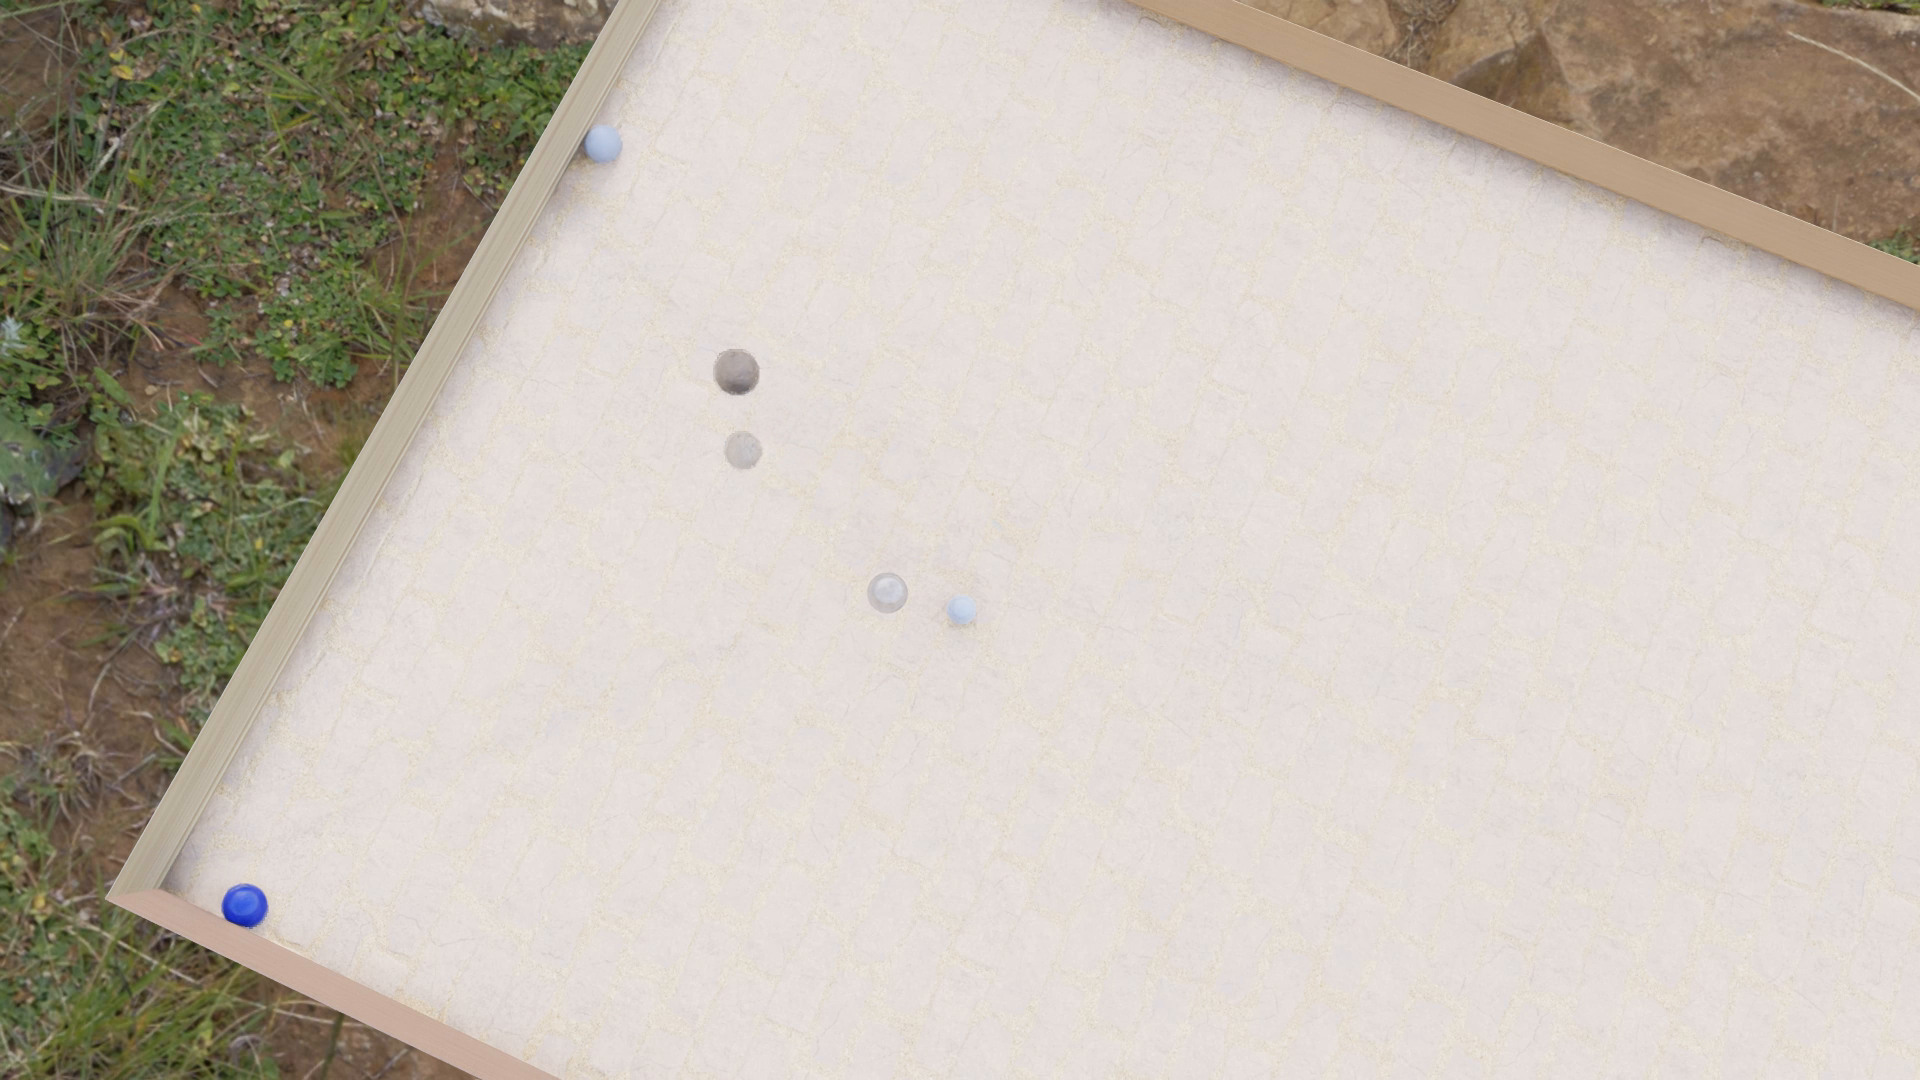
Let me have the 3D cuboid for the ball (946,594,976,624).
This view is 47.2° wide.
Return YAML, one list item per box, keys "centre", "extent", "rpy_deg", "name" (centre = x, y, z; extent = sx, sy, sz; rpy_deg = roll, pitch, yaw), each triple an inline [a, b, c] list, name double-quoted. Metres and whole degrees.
- centre: [0.002, 0.107, 3.381]
  extent: [0.046, 0.046, 0.046]
  rpy_deg: [0, 72, 0]
  name: "ball"

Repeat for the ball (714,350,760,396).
- centre: [-0.353, -0.265, 3.490]
  extent: [0.072, 0.072, 0.072]
  rpy_deg: [0, 72, 0]
  name: "ball"

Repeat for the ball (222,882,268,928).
- centre: [-1.051, 0.536, 3.230]
  extent: [0.065, 0.065, 0.065]
  rpy_deg: [0, 72, 0]
  name: "ball"

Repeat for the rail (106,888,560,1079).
- centre: [0.401, 1.209, 2.993]
  extent: [3.567, 0.094, 0.045]
  rpy_deg: [23, 73, 7]
  name: "rail"

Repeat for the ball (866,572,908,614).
- centre: [-0.111, 0.081, 3.380]
  extent: [0.064, 0.064, 0.064]
  rpy_deg: [0, 72, 0]
  name: "ball"

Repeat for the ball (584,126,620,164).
- centre: [-0.589, -0.651, 3.623]
  extent: [0.060, 0.060, 0.060]
  rpy_deg: [0, 72, 0]
  name: "ball"

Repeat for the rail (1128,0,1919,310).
- centre: [1.224, -0.523, 3.562]
  extent: [3.567, 0.094, 0.045]
  rpy_deg: [23, 73, 7]
  name: "rail"

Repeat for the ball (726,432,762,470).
- centre: [-0.339, -0.139, 3.456]
  extent: [0.058, 0.058, 0.058]
  rpy_deg: [0, 72, 0]
  name: "ball"

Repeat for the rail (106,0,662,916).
- centre: [-0.791, -0.345, 3.504]
  extent: [0.045, 0.094, 2.047]
  rpy_deg: [23, 73, 7]
  name: "rail"
